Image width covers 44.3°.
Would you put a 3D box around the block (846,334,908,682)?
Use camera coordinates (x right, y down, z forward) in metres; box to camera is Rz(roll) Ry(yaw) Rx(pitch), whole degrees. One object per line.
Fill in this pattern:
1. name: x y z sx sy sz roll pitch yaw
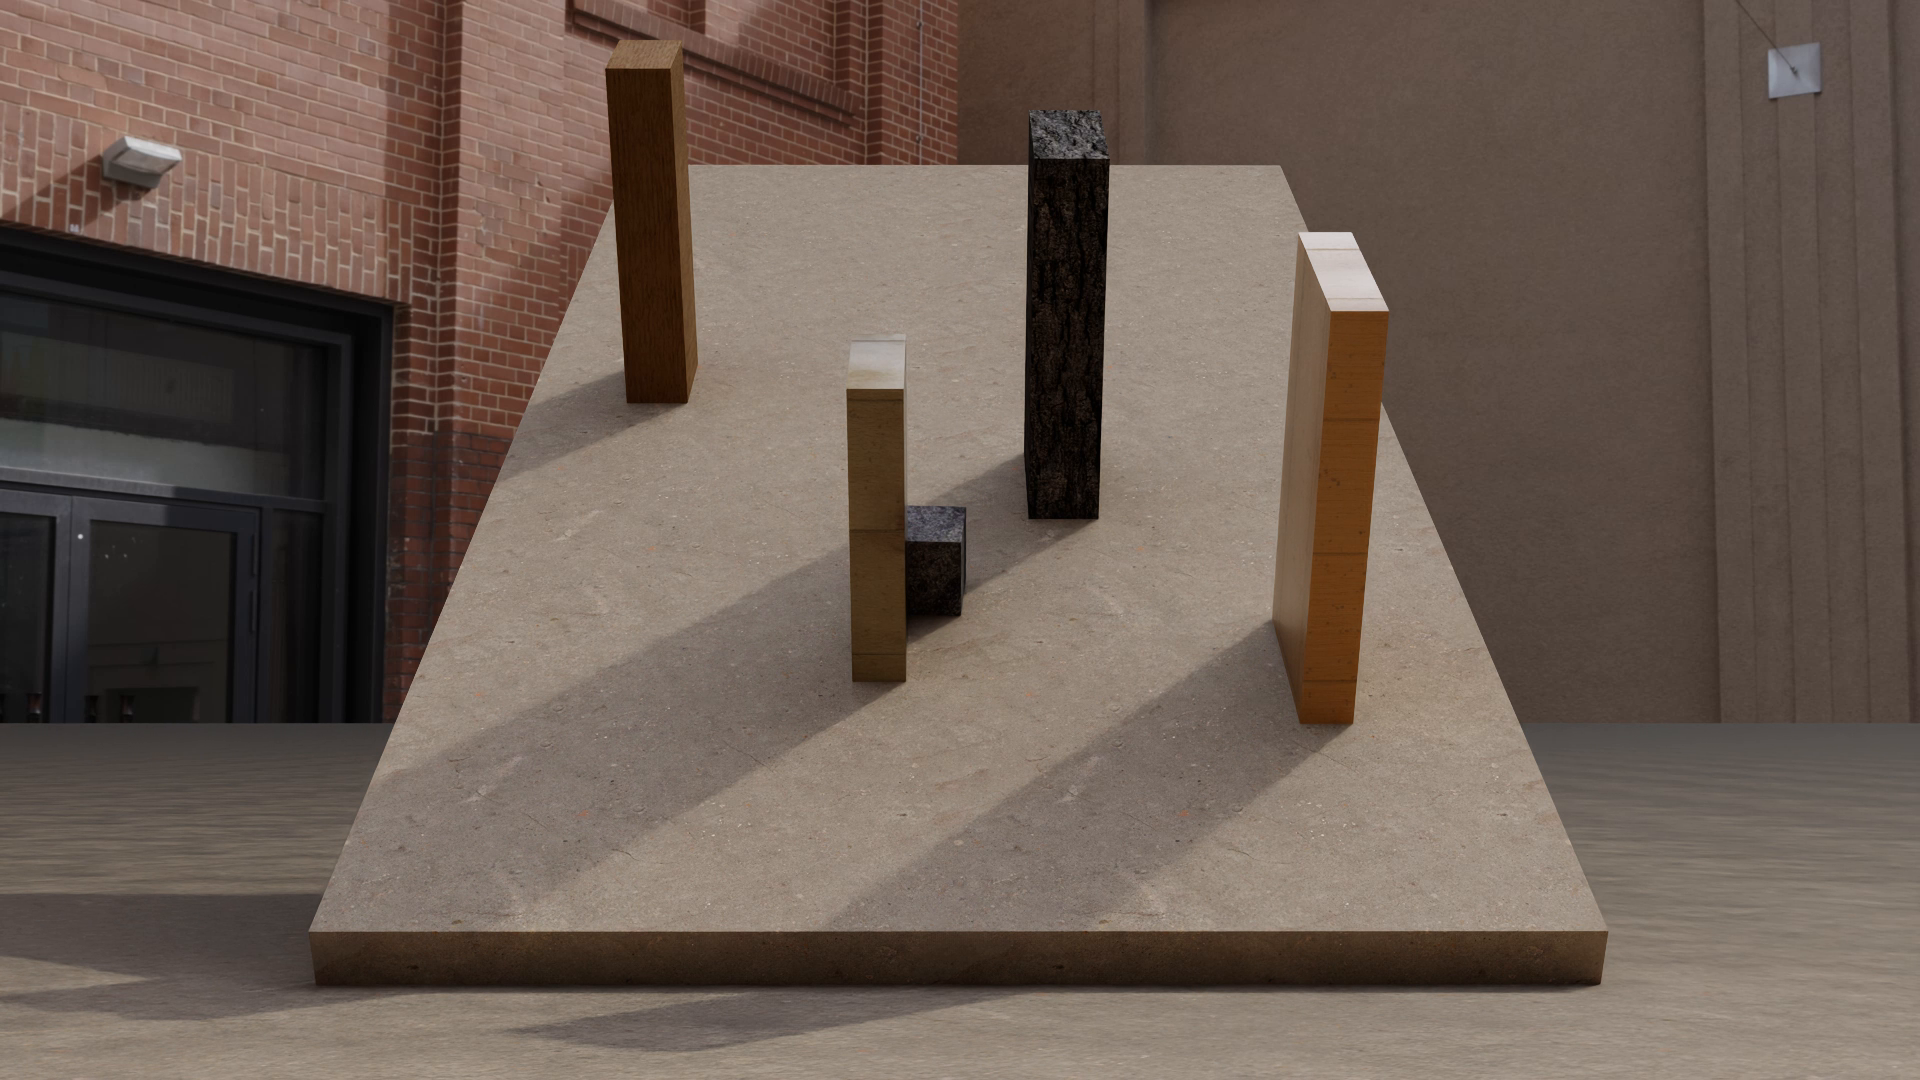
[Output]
1. block: -0.148 -0.059 4.317 0.099 0.580 0.265 0 26 0

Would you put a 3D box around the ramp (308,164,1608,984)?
1. ramp: -0.010 -0.229 5.444 2.000 0.100 4.000 0 26 0

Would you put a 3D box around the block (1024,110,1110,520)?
1. block: 0.218 -0.471 4.936 0.147 0.781 0.346 0 26 0

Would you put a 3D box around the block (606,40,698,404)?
1. block: -0.708 -0.732 5.453 0.143 0.794 0.252 0 26 0

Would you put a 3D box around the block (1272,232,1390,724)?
1. block: 0.652 -0.112 4.202 0.095 0.780 0.401 0 26 0

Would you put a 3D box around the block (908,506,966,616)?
1. block: -0.072 0.039 4.598 0.159 0.159 0.159 2 26 3
